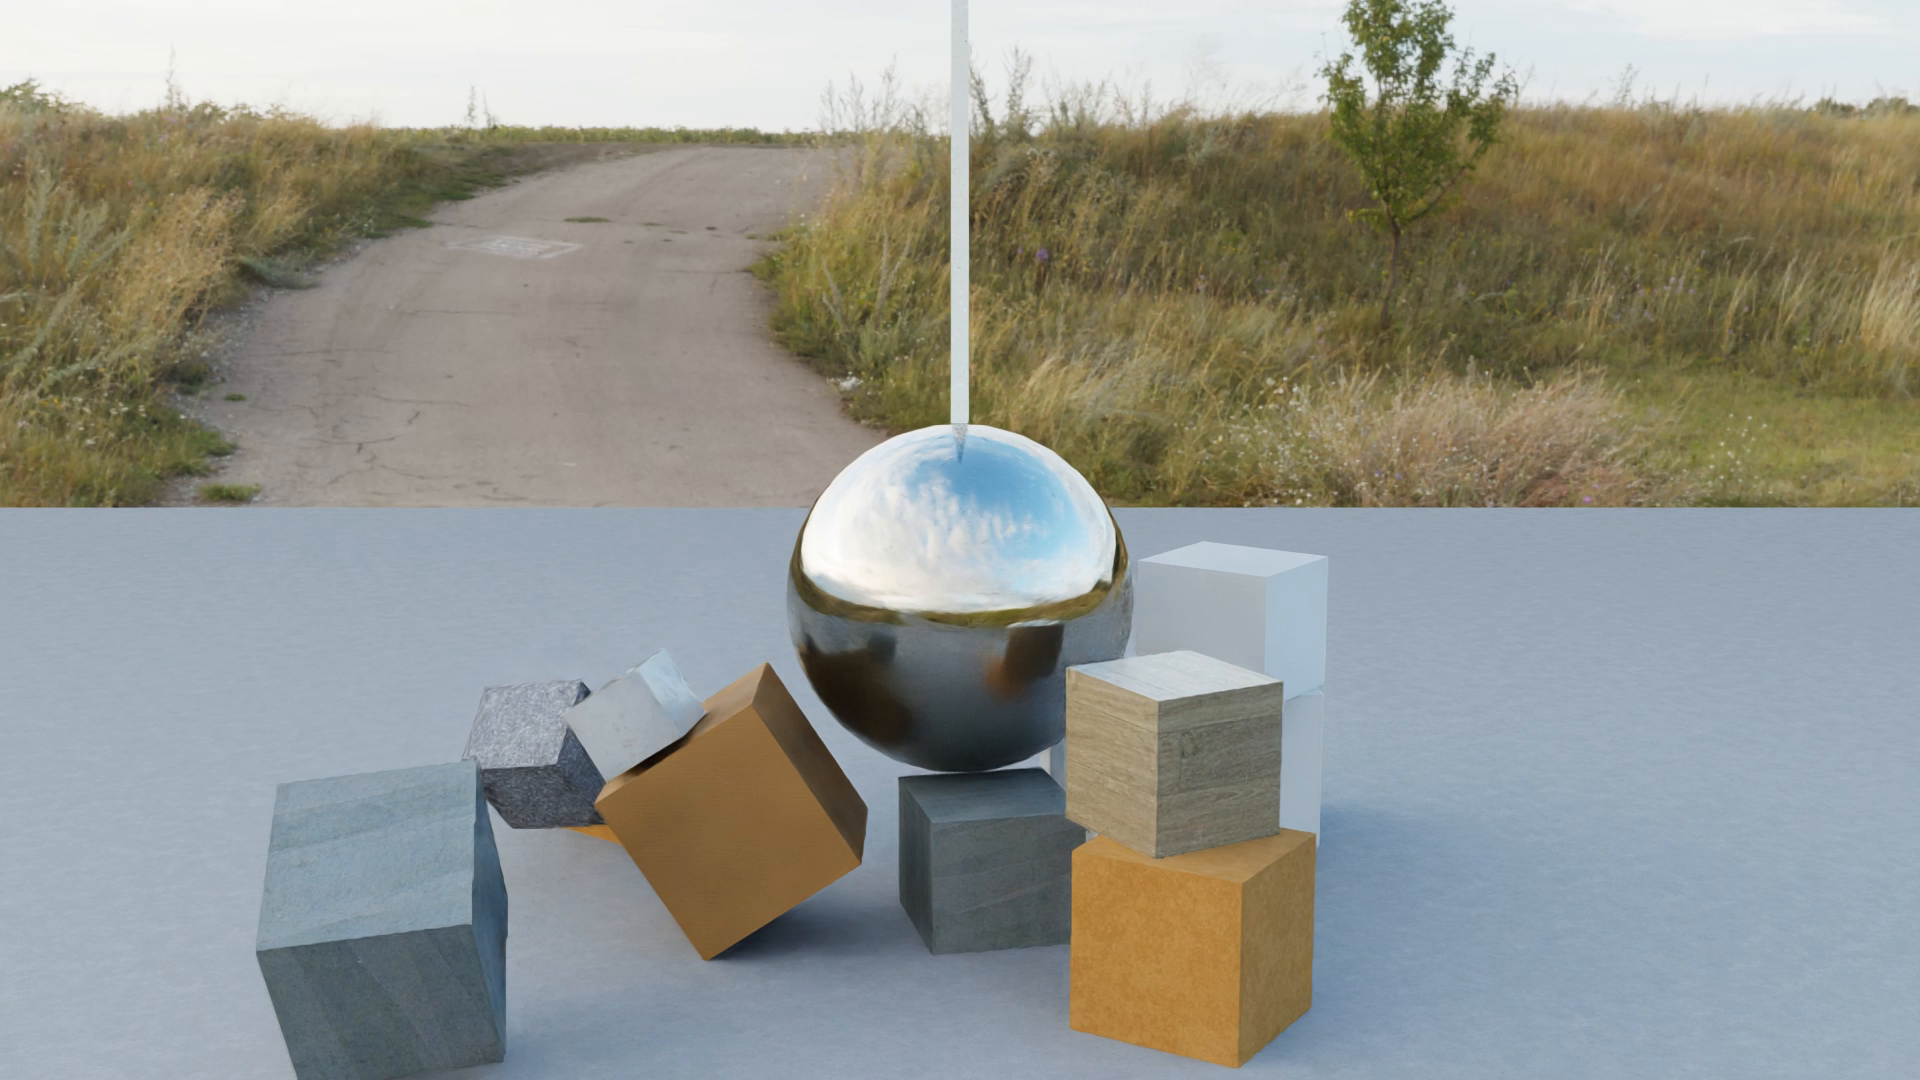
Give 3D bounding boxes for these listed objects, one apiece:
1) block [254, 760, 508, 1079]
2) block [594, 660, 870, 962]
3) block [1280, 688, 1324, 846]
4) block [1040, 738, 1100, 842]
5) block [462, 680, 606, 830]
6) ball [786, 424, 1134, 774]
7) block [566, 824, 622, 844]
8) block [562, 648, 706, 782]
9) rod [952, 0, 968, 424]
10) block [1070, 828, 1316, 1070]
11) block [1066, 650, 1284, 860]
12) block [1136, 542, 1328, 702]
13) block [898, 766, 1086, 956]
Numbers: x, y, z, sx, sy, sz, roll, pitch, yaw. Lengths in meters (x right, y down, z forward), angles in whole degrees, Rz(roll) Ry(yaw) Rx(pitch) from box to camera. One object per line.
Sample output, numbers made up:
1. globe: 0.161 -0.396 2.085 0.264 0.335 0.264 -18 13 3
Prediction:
1. block: -2.168 1.453 8.371 0.756 0.776 0.847 -6 39 -6
2. block: -0.993 1.190 9.804 0.810 0.846 0.796 -33 9 6
3. block: 1.425 1.091 11.360 0.740 0.788 0.753 0 10 -2
4. block: 0.746 1.207 11.351 0.617 0.564 0.639 0 10 -2
5. block: -1.988 1.038 10.587 0.533 0.551 0.474 -6 51 21
6. ball: 0.000 0.266 10.093 1.600 1.600 1.600 0 10 0
7. block: -1.603 1.189 11.392 0.658 0.586 0.666 8 13 39
8. block: -1.412 0.759 9.584 0.396 0.349 0.431 -32 4 11
9. rod: 0.000 -3.134 10.118 0.080 5.200 0.080 0 0 0
10. block: 0.940 1.571 8.841 0.734 0.745 0.713 6 12 31
11. block: 0.860 0.854 8.909 0.610 0.640 0.635 -6 12 -30
12. block: 1.366 0.415 11.036 0.720 0.658 0.652 7 13 35
13. block: 0.133 1.440 9.961 0.688 0.603 0.725 -2 11 -13
